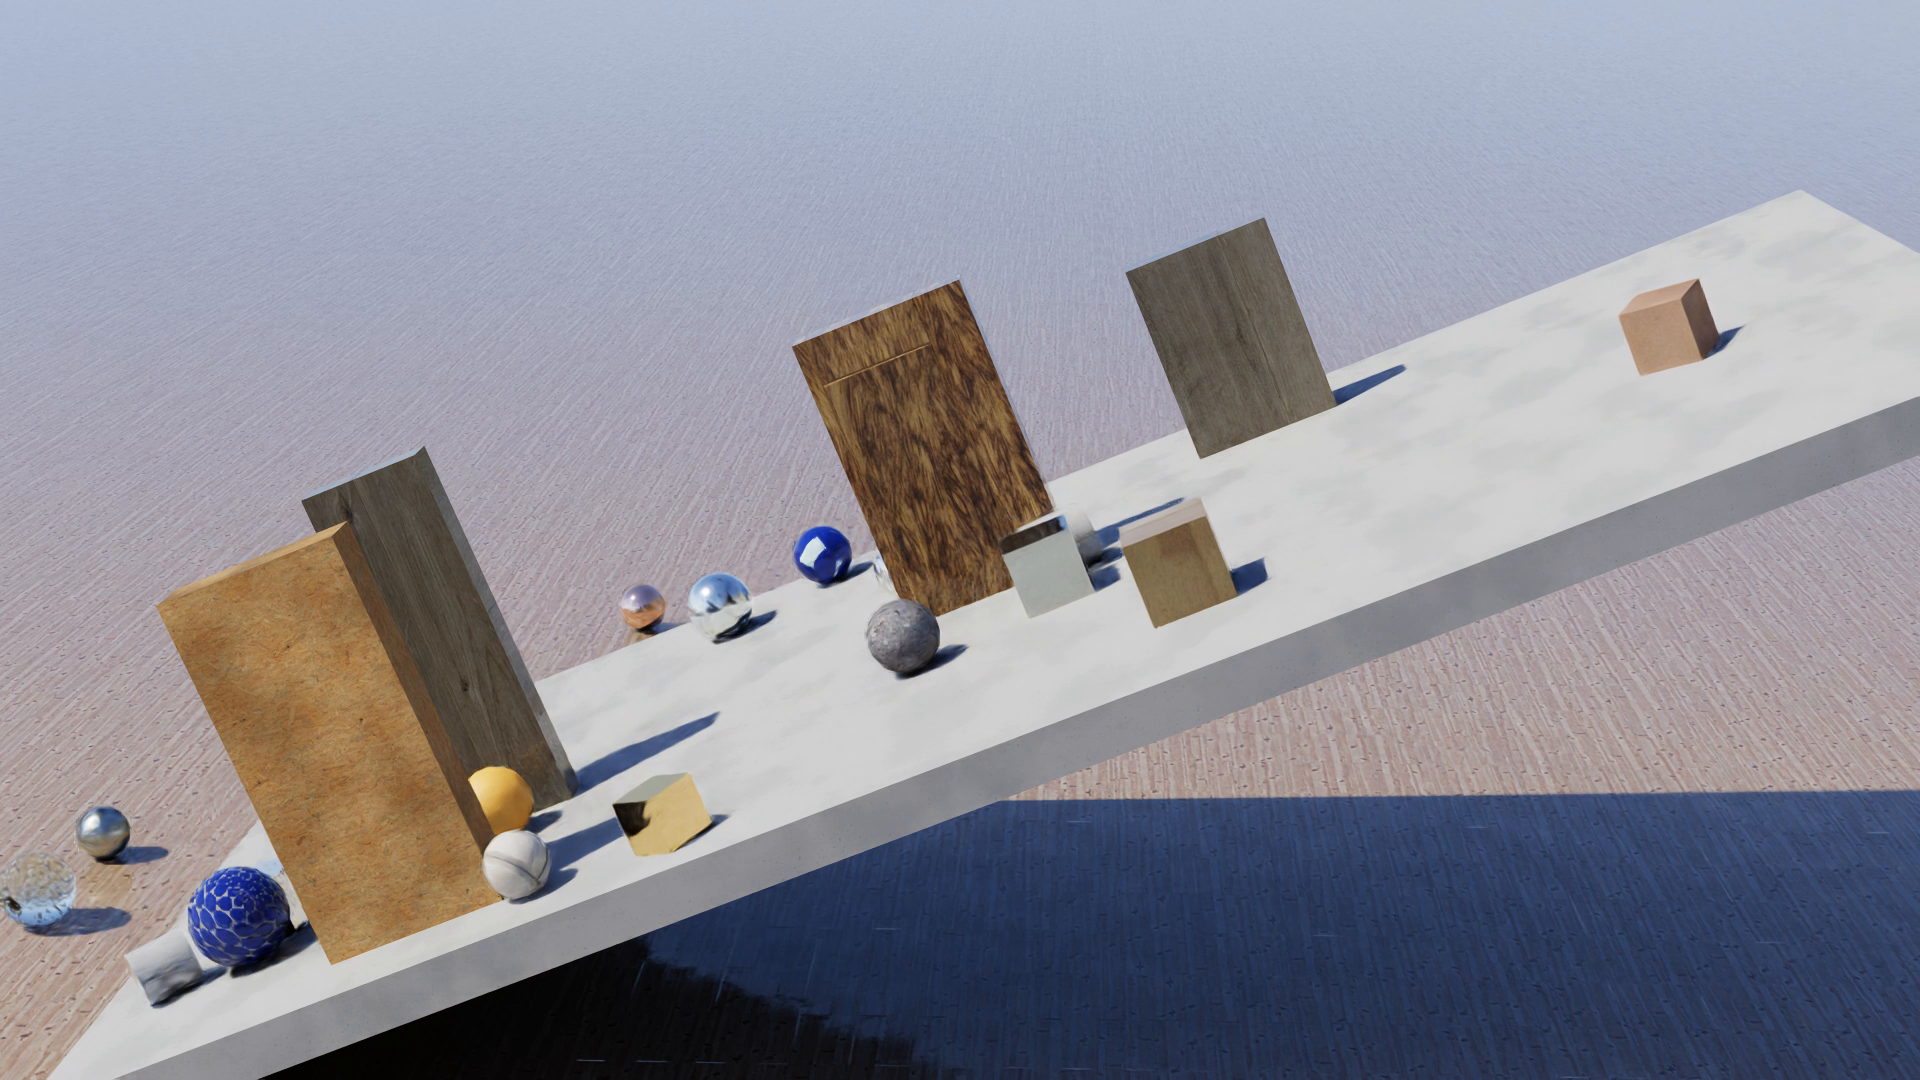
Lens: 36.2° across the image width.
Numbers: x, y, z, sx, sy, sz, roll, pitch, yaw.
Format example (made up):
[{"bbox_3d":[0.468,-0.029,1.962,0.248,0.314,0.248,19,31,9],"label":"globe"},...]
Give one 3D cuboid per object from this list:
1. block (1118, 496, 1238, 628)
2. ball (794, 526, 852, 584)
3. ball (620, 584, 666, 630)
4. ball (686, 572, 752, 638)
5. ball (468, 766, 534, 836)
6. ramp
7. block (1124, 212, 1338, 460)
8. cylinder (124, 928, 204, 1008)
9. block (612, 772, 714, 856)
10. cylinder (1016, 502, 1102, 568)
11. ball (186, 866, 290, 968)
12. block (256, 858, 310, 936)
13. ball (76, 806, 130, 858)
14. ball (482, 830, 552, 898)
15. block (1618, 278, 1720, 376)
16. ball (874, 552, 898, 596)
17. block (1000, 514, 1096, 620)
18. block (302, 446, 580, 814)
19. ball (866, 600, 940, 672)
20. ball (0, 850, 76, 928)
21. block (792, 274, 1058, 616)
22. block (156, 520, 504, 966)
[{"bbox_3d":[0.420,0.042,5.672,0.171,0.171,0.171,-22,12,6],"label":"block"},{"bbox_3d":[-0.332,0.035,7.134,0.142,0.142,0.142,0,14,0],"label":"ball"},{"bbox_3d":[-0.987,0.209,9.167,0.145,0.145,0.145,0,14,0],"label":"ball"},{"bbox_3d":[-0.574,0.155,7.021,0.156,0.156,0.156,0,14,0],"label":"ball"},{"bbox_3d":[-0.954,0.543,6.046,0.155,0.155,0.155,0,14,0],"label":"ball"},{"bbox_3d":[0.125,0.173,6.289,4.000,0.100,2.000,-21,12,7],"label":"ramp"},{"bbox_3d":[0.625,-0.469,6.783,0.339,0.471,0.081,-21,12,7],"label":"block"},{"bbox_3d":[-1.606,0.862,5.938,0.118,0.118,0.118,-28,25,-22],"label":"cylinder"},{"bbox_3d":[-0.561,0.517,5.541,0.113,0.113,0.113,-10,18,47],"label":"block"},{"bbox_3d":[0.211,0.010,6.266,0.138,0.138,0.138,-25,19,-9],"label":"cylinder"},{"bbox_3d":[-1.449,0.757,5.909,0.202,0.202,0.202,0,14,0],"label":"ball"},{"bbox_3d":[-1.406,0.739,6.081,0.129,0.129,0.129,-16,14,30],"label":"block"},{"bbox_3d":[-2.092,0.714,7.181,0.129,0.129,0.129,0,14,0],"label":"ball"},{"bbox_3d":[-0.842,0.615,5.590,0.130,0.130,0.130,0,14,0],"label":"ball"},{"bbox_3d":[1.435,-0.431,5.951,0.134,0.134,0.134,-14,15,35],"label":"block"},{"bbox_3d":[-0.128,0.065,6.661,0.132,0.132,0.132,0,14,0],"label":"ball"},{"bbox_3d":[0.180,0.055,6.108,0.147,0.147,0.147,-22,12,3],"label":"block"},{"bbox_3d":[-1.080,0.219,6.142,0.258,0.793,0.092,-21,12,7],"label":"block"},{"bbox_3d":[-0.116,0.197,6.023,0.151,0.151,0.151,0,14,0],"label":"ball"},{"bbox_3d":[-2.116,0.800,6.743,0.175,0.175,0.175,0,14,0],"label":"ball"},{"bbox_3d":[-0.052,-0.192,6.350,0.385,0.666,0.088,-21,12,7],"label":"block"},{"bbox_3d":[-1.191,0.393,5.640,0.367,0.774,0.122,-21,12,7],"label":"block"}]
